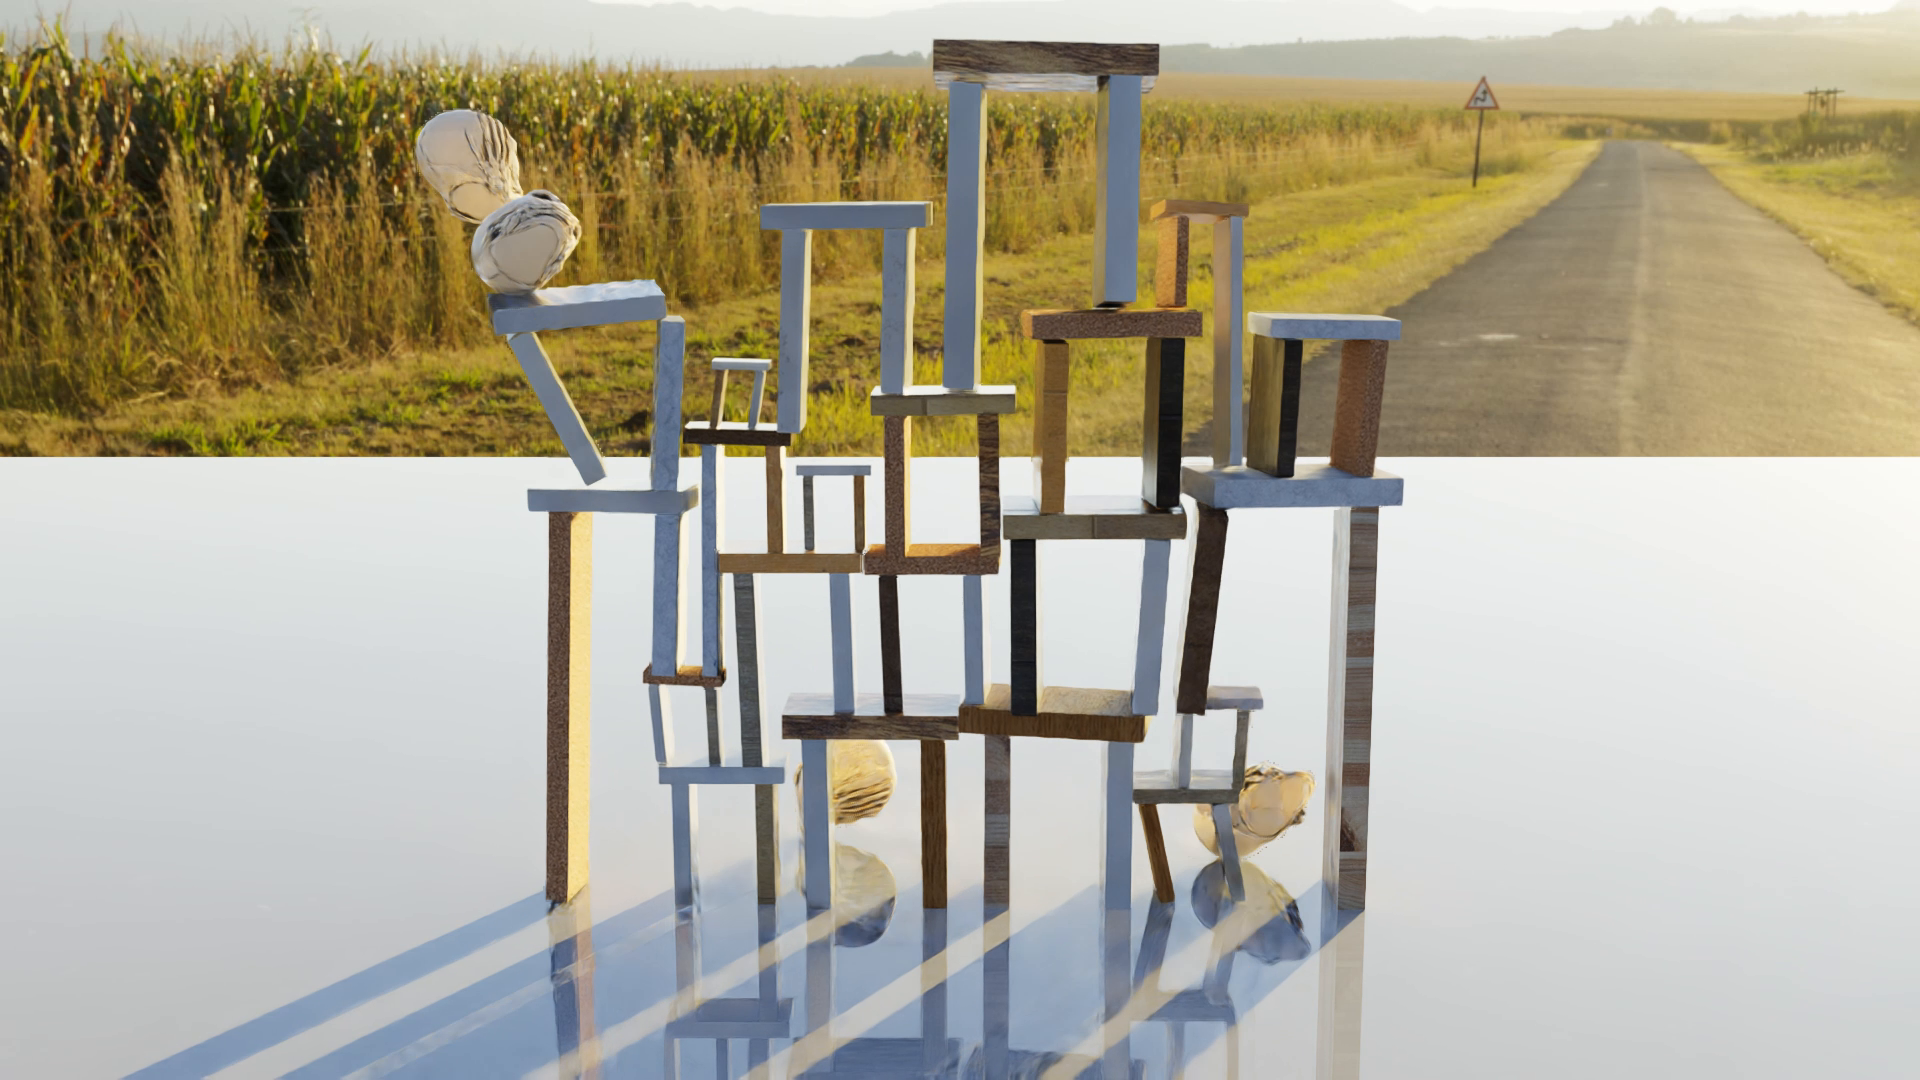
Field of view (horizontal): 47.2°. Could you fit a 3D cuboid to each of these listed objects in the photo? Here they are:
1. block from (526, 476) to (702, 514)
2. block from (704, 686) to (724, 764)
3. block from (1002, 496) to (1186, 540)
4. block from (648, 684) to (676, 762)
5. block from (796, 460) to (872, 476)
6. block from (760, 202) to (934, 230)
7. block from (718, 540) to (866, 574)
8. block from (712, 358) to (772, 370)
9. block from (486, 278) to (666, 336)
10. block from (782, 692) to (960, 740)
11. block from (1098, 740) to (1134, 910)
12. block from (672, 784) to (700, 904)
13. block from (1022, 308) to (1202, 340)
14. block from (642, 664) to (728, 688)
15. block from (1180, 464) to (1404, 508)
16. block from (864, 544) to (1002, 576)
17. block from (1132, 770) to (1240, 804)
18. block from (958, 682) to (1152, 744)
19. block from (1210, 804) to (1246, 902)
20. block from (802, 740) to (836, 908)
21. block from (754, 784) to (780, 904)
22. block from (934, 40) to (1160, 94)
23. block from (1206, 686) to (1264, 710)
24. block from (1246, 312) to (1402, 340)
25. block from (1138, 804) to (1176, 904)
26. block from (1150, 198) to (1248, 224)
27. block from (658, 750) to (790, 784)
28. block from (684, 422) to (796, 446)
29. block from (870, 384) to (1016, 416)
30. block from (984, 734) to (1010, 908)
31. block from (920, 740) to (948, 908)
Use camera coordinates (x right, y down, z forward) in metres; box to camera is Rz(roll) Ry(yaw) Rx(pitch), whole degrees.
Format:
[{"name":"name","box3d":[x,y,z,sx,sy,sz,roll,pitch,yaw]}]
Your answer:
[{"name":"block","box3d":[-0.555,-0.073,3.573,0.261,0.037,0.131,1,10,11]},{"name":"block","box3d":[-0.403,0.297,3.612,0.018,0.129,0.064,-2,11,0]},{"name":"block","box3d":[0.210,-0.036,3.494,0.285,0.040,0.143,0,13,0]},{"name":"block","box3d":[-0.489,0.295,3.611,0.018,0.129,0.064,-4,7,6]},{"name":"block","box3d":[-0.202,-0.117,3.539,0.121,0.017,0.060,0,11,0]},{"name":"block","box3d":[-0.176,-0.511,3.455,0.257,0.036,0.128,0,11,5]},{"name":"block","box3d":[-0.270,0.026,3.567,0.230,0.033,0.115,0,11,1]},{"name":"block","box3d":[-0.348,-0.280,3.509,0.092,0.013,0.046,2,11,2]},{"name":"block","box3d":[-0.607,-0.370,3.478,0.266,0.038,0.133,-7,19,-14]},{"name":"block","box3d":[-0.143,0.289,3.612,0.285,0.040,0.143,0,11,1]},{"name":"block","box3d":[0.258,0.442,3.635,0.042,0.298,0.149,0,13,0]},{"name":"block","box3d":[-0.455,0.489,3.650,0.029,0.205,0.103,0,11,0]},{"name":"block","box3d":[0.235,-0.338,3.432,0.264,0.037,0.132,-1,9,-5]},{"name":"block","box3d":[-0.449,0.222,3.598,0.129,0.018,0.064,3,10,2]},{"name":"block","box3d":[0.529,-0.087,3.514,0.316,0.045,0.158,-1,11,-14]},{"name":"block","box3d":[-0.043,0.030,3.549,0.214,0.030,0.107,0,11,4]},{"name":"block","box3d":[0.367,0.406,3.617,0.175,0.025,0.087,0,14,-1]},{"name":"block","box3d":[0.158,0.280,3.582,0.298,0.042,0.149,2,13,11]},{"name":"block","box3d":[0.441,0.502,3.644,0.025,0.175,0.087,-12,14,2]},{"name":"block","box3d":[-0.234,0.449,3.643,0.040,0.285,0.143,-1,11,0]},{"name":"block","box3d":[-0.319,0.489,3.650,0.029,0.205,0.103,0,11,0]},{"name":"block","box3d":[0.132,-0.737,3.427,0.343,0.049,0.171,1,3,0]},{"name":"block","box3d":[0.421,0.256,3.567,0.134,0.019,0.067,0,13,1]},{"name":"block","box3d":[0.574,-0.338,3.475,0.215,0.030,0.108,0,11,-13]},{"name":"block","box3d":[0.323,0.503,3.644,0.025,0.175,0.087,-12,14,1]},{"name":"block","box3d":[0.379,-0.519,3.482,0.140,0.020,0.070,1,-3,-15]},{"name":"block","box3d":[-0.388,0.374,3.628,0.205,0.029,0.103,0,11,0]},{"name":"block","box3d":[-0.352,-0.170,3.526,0.171,0.024,0.086,2,11,1]},{"name":"block","box3d":[-0.025,-0.222,3.493,0.227,0.032,0.113,0,11,2]},{"name":"block","box3d":[0.061,0.442,3.640,0.042,0.298,0.149,0,12,1]},{"name":"block","box3d":[-0.043,0.450,3.643,0.040,0.285,0.143,-1,11,0]}]
